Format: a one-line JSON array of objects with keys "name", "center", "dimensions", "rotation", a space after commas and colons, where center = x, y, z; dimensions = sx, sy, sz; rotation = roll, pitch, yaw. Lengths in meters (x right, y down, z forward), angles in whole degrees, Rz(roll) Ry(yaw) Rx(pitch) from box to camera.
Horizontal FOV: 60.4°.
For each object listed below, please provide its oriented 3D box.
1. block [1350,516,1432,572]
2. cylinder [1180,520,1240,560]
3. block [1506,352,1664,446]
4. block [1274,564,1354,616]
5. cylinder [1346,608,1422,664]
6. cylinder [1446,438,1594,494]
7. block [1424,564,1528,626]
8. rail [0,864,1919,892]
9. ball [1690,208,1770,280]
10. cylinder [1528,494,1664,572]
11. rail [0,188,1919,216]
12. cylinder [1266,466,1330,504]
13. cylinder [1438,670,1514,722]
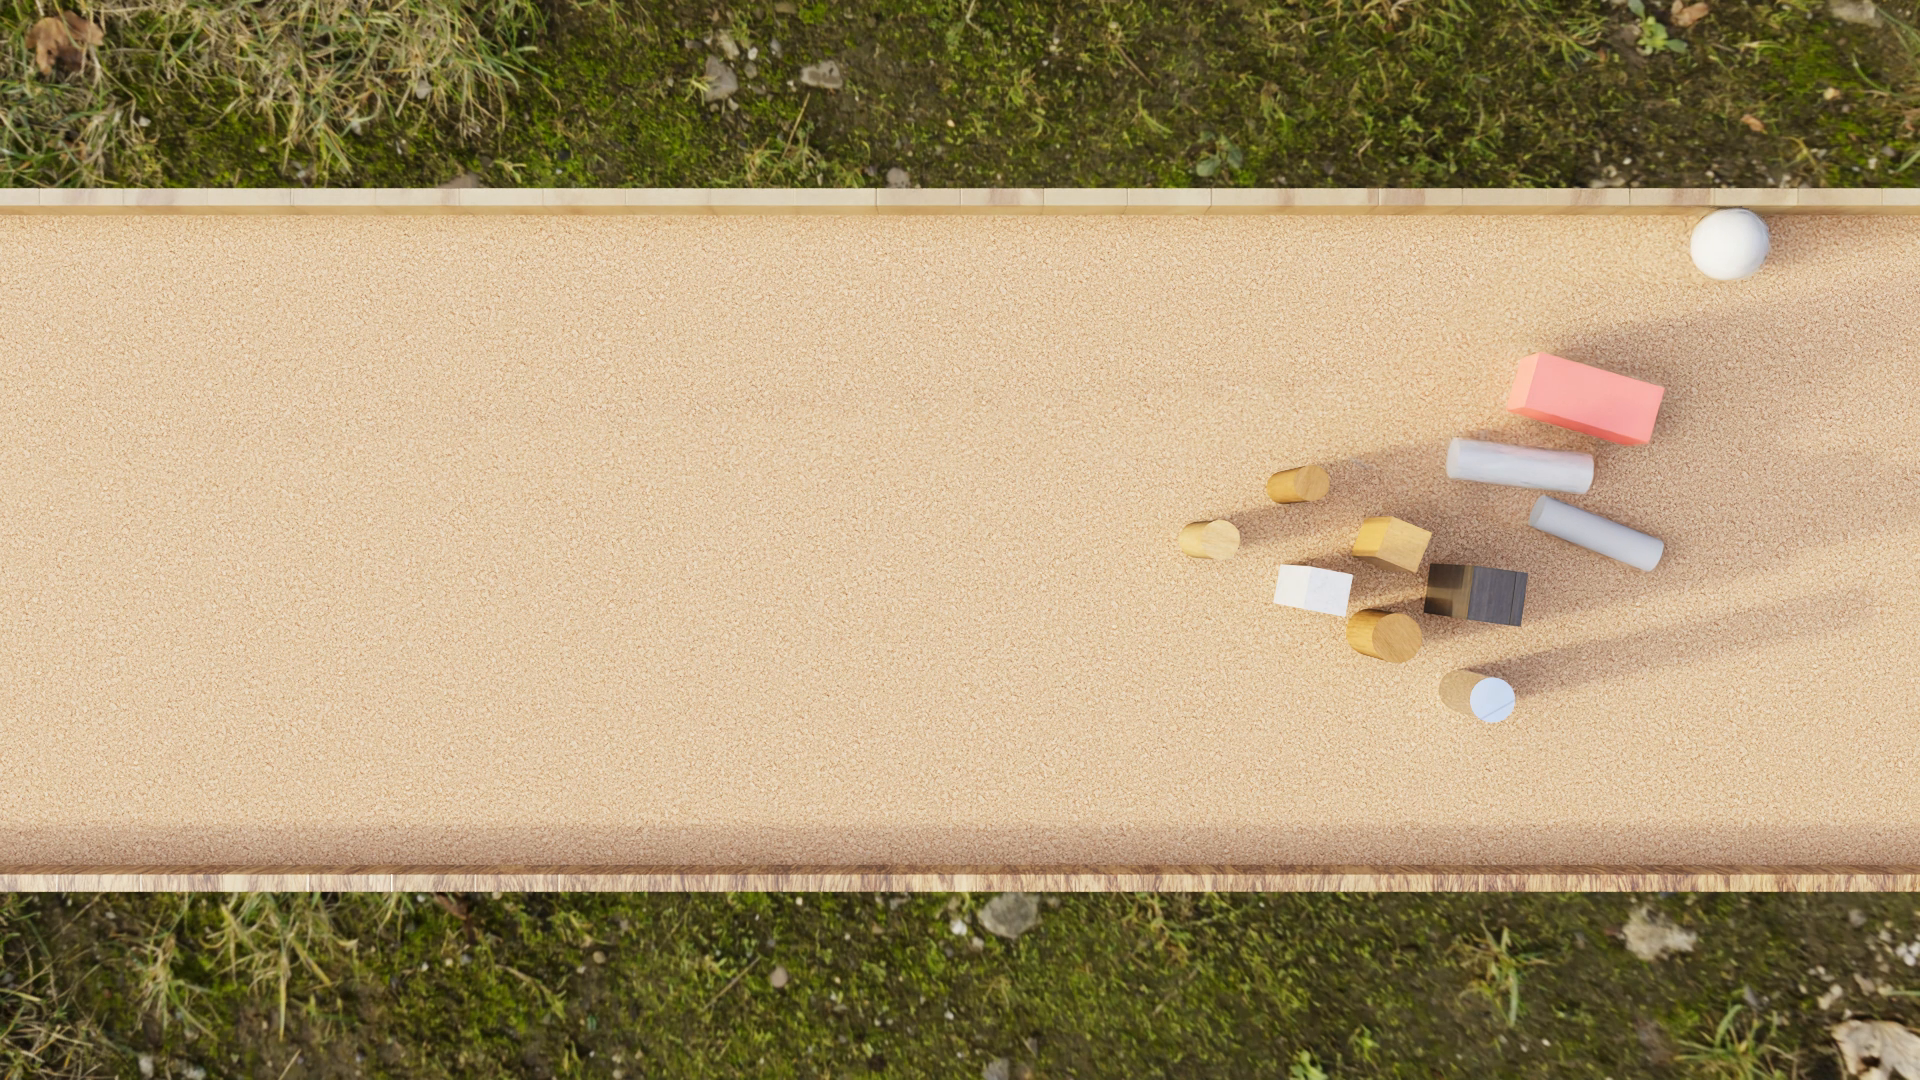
[{"name": "block", "center": [1.283, 0.013, 4.921], "dimensions": [0.125, 0.310, 0.125], "rotation": [22, 90, 0]}, {"name": "cylinder", "center": [0.729, 0.000, 4.848], "dimensions": [0.111, 0.457, 0.111], "rotation": [0, 90, 0]}, {"name": "block", "center": [1.888, -0.425, 4.992], "dimensions": [0.385, 0.169, 0.169], "rotation": [16, 90, 0]}, {"name": "block", "center": [1.035, 0.145, 4.855], "dimensions": [0.120, 0.442, 0.120], "rotation": [11, 90, 0]}, {"name": "cylinder", "center": [1.260, 0.283, 4.917], "dimensions": [0.145, 0.319, 0.145], "rotation": [0, 90, 0]}, {"name": "cylinder", "center": [1.701, -0.227, 5.016], "dimensions": [0.407, 0.122, 0.122], "rotation": [7, 90, 0]}, {"name": "block", "center": [1.513, 0.158, 4.859], "dimensions": [0.153, 0.435, 0.153], "rotation": [8, 90, 0]}, {"name": "rail", "center": [-2.247, 1.025, 5.001], "dimensions": [12.000, 0.150, 0.050], "rotation": [0, 90, 0]}, {"name": "ball", "center": [2.316, -0.891, 4.968], "dimensions": [0.217, 0.217, 0.217], "rotation": [0, 90, 0]}, {"name": "cylinder", "center": [1.937, -0.021, 5.024], "dimensions": [0.381, 0.104, 0.104], "rotation": [21, 90, 0]}, {"name": "rail", "center": [-2.247, -1.025, 5.002], "dimensions": [12.000, 0.150, 0.050], "rotation": [0, 90, 0]}, {"name": "cylinder", "center": [0.994, -0.161, 4.869], "dimensions": [0.102, 0.415, 0.102], "rotation": [0, 90, 0]}, {"name": "cylinder", "center": [1.538, 0.462, 4.920], "dimensions": [0.130, 0.313, 0.130], "rotation": [0, 90, 0]}]
